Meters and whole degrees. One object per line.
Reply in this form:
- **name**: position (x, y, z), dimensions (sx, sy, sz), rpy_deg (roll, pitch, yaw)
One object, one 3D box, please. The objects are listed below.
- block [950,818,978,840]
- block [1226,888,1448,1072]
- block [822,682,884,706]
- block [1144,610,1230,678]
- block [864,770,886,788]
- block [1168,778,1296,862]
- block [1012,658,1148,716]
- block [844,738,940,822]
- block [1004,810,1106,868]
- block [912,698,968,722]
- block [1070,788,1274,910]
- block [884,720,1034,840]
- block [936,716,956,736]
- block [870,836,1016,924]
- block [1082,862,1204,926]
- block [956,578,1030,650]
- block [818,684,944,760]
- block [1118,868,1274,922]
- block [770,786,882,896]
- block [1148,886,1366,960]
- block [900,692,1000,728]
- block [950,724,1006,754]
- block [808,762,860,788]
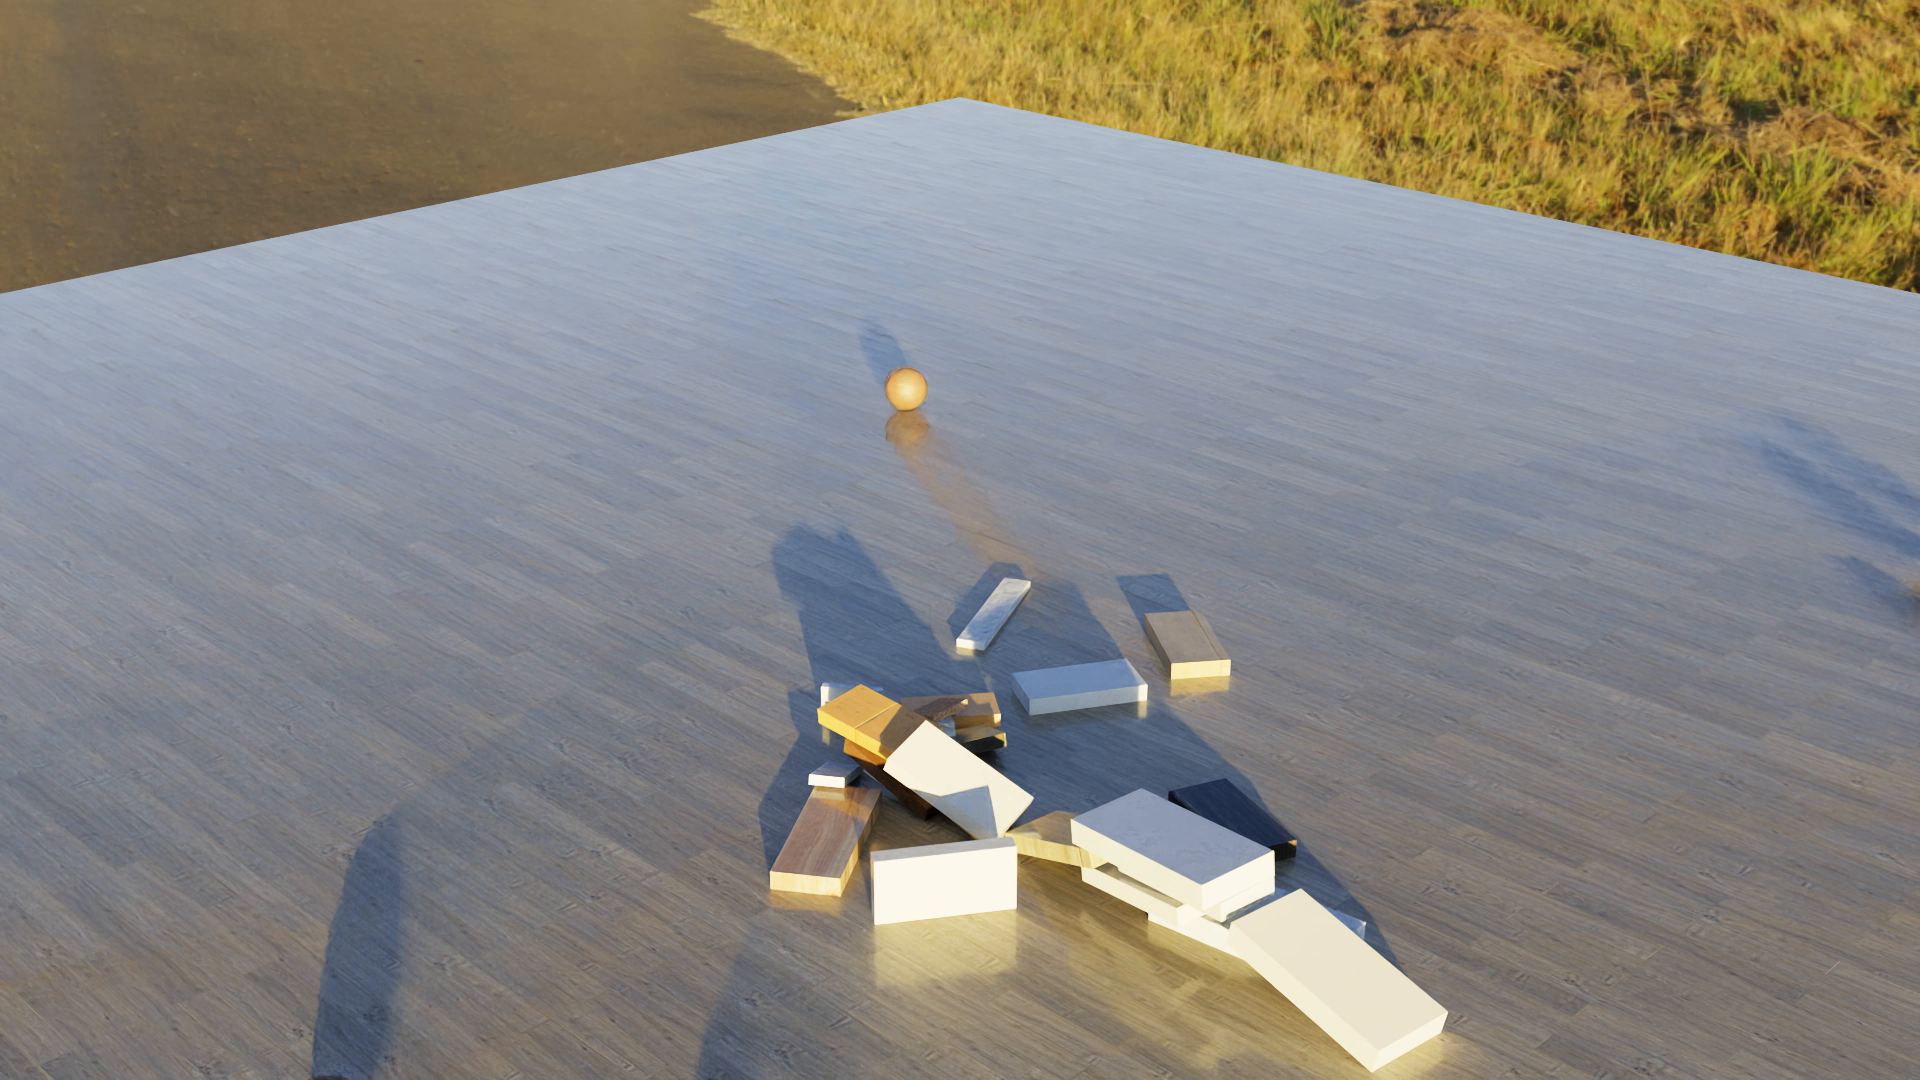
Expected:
- **block**: position (-0.002, 0.500, 4.430), dimensions (0.246, 0.035, 0.123), rpy_deg (35, 45, 28)
- **block**: position (0.650, 0.758, 3.814), dimensions (0.177, 0.050, 0.354), rpy_deg (-18, 41, -35)
- **block**: position (-0.237, 0.354, 4.841), dimensions (0.135, 0.067, 0.019), rpy_deg (4, 23, 8)
- **block**: position (0.529, 0.242, 5.140), dimensions (0.137, 0.039, 0.275), rpy_deg (-3, 23, -8)
- **block**: position (-0.120, 0.490, 4.517), dimensions (0.146, 0.021, 0.073), rpy_deg (33, 44, 25)
- **block**: position (0.540, 0.565, 4.381), dimensions (0.135, 0.038, 0.269), rpy_deg (-10, 25, -22)
- **block**: position (0.267, 0.329, 4.936), dimensions (0.274, 0.039, 0.137), rpy_deg (-6, 24, -14)
- **block**: position (-0.110, 0.465, 4.505), dimensions (0.123, 0.035, 0.246), rpy_deg (-27, 52, -37)
- **block**: position (0.221, 0.576, 4.243), dimensions (0.134, 0.038, 0.268), rpy_deg (-18, 11, -33)
- **block**: position (-0.048, 0.368, 4.745), dimensions (0.068, 0.019, 0.135), rpy_deg (1, 12, 34)
- **block**: position (0.386, 0.562, 4.027), dimensions (0.177, 0.050, 0.354), rpy_deg (-19, 24, -33)
- **block**: position (-0.003, 0.483, 4.364), dimensions (0.269, 0.038, 0.135), rpy_deg (35, 47, 14)
- **block**: position (-0.120, 0.406, 4.715), dimensions (0.210, 0.030, 0.105), rpy_deg (-7, 10, -6)
- **block**: position (-0.030, 0.634, 4.095), dimensions (0.269, 0.135, 0.038), rpy_deg (-5, 23, -11)
- **block**: position (0.364, 0.635, 4.089), dimensions (0.134, 0.038, 0.268), rpy_deg (-18, 22, -33)
- **block**: position (0.084, 0.176, 5.322), dimensions (0.068, 0.019, 0.374), rpy_deg (7, 24, 17)
- **block**: position (-0.164, 0.380, 4.526), dimensions (0.246, 0.035, 0.123), rpy_deg (24, 39, 39)
- **block**: position (0.429, 0.609, 4.018), dimensions (0.134, 0.038, 0.268), rpy_deg (-19, 25, -34)
- **block**: position (-0.260, 0.586, 4.330), dimensions (0.137, 0.039, 0.347), rpy_deg (4, 23, 10)
- **block**: position (0.544, 0.701, 4.045), dimensions (0.354, 0.050, 0.177), rpy_deg (18, 29, 36)
- **block**: position (-0.022, 0.378, 4.832), dimensions (0.210, 0.030, 0.105), rpy_deg (-3, 23, -7)
- **block**: position (-0.019, 0.435, 4.663), dimensions (0.210, 0.030, 0.105), rpy_deg (-11, 11, -25)
- **block**: position (-0.258, 0.484, 4.537), dimensions (0.073, 0.021, 0.146), rpy_deg (4, 5, 10)
